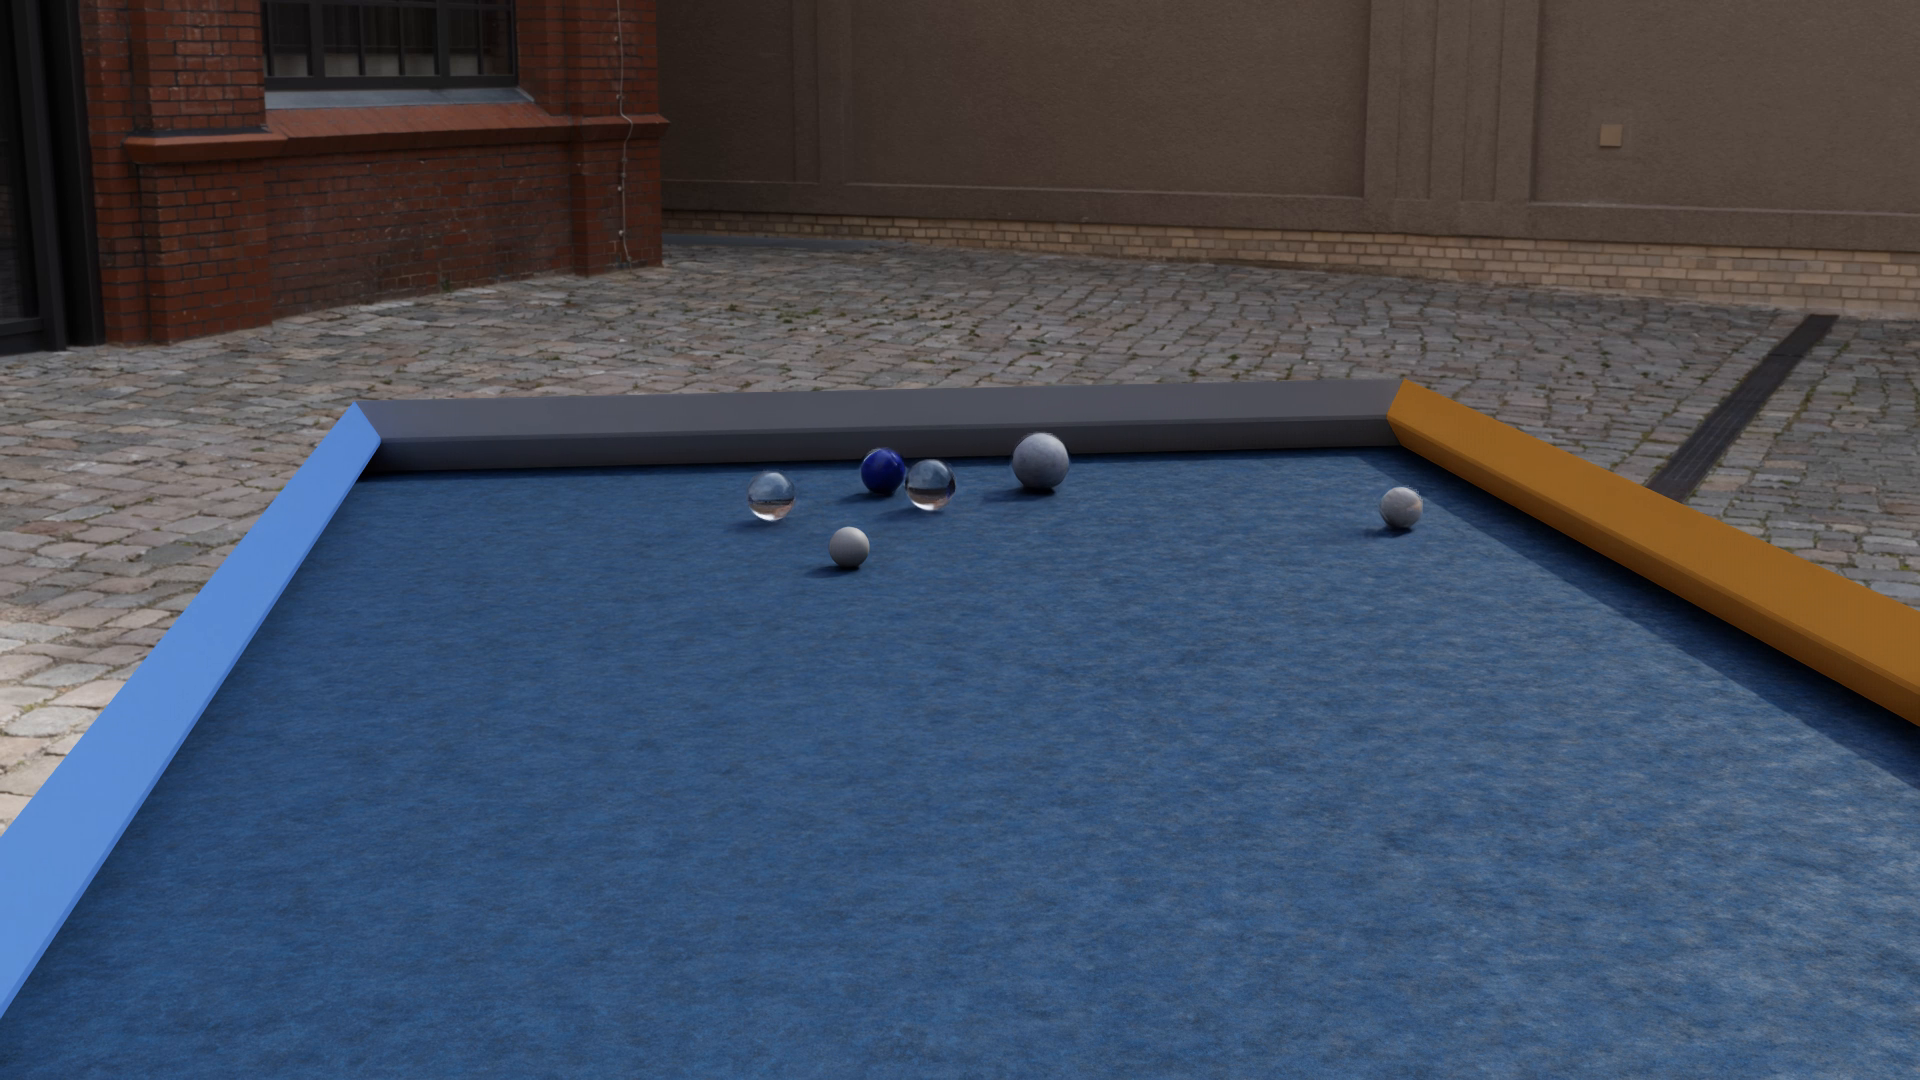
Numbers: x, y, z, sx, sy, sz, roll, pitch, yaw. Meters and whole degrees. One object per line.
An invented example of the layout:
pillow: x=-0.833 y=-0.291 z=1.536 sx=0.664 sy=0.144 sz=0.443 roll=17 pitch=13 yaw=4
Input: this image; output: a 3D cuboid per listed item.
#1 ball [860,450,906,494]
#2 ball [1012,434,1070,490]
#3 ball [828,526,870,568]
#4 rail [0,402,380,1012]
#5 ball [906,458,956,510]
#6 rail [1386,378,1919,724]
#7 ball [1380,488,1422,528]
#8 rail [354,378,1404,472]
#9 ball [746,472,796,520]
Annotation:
ball: x=-0.118 y=-0.104 z=3.371 sx=0.069 sy=0.069 sz=0.069 roll=0 pitch=13 yaw=0
ball: x=0.125 y=-0.120 z=3.398 sx=0.088 sy=0.088 sz=0.088 roll=0 pitch=13 yaw=0
ball: x=-0.146 y=0.010 z=2.906 sx=0.054 sy=0.054 sz=0.054 roll=0 pitch=13 yaw=0
rail: x=-0.738 y=0.176 z=2.039 sx=0.045 sy=0.114 sz=3.116 roll=-2 pitch=13 yaw=-8
ball: x=-0.043 y=-0.082 z=3.259 sx=0.076 sy=0.076 sz=0.076 roll=0 pitch=13 yaw=0
rail: x=0.950 y=0.125 z=2.265 sx=0.045 sy=0.114 sz=3.116 roll=-2 pitch=13 yaw=-8
ball: x=0.629 y=-0.046 z=3.138 sx=0.059 sy=0.059 sz=0.059 roll=0 pitch=13 yaw=0
rail: x=-0.103 y=-0.189 z=3.634 sx=1.752 sy=0.114 sz=0.045 roll=-2 pitch=13 yaw=-8
ball: x=-0.273 y=-0.063 z=3.187 sx=0.071 sy=0.071 sz=0.071 roll=0 pitch=13 yaw=0
